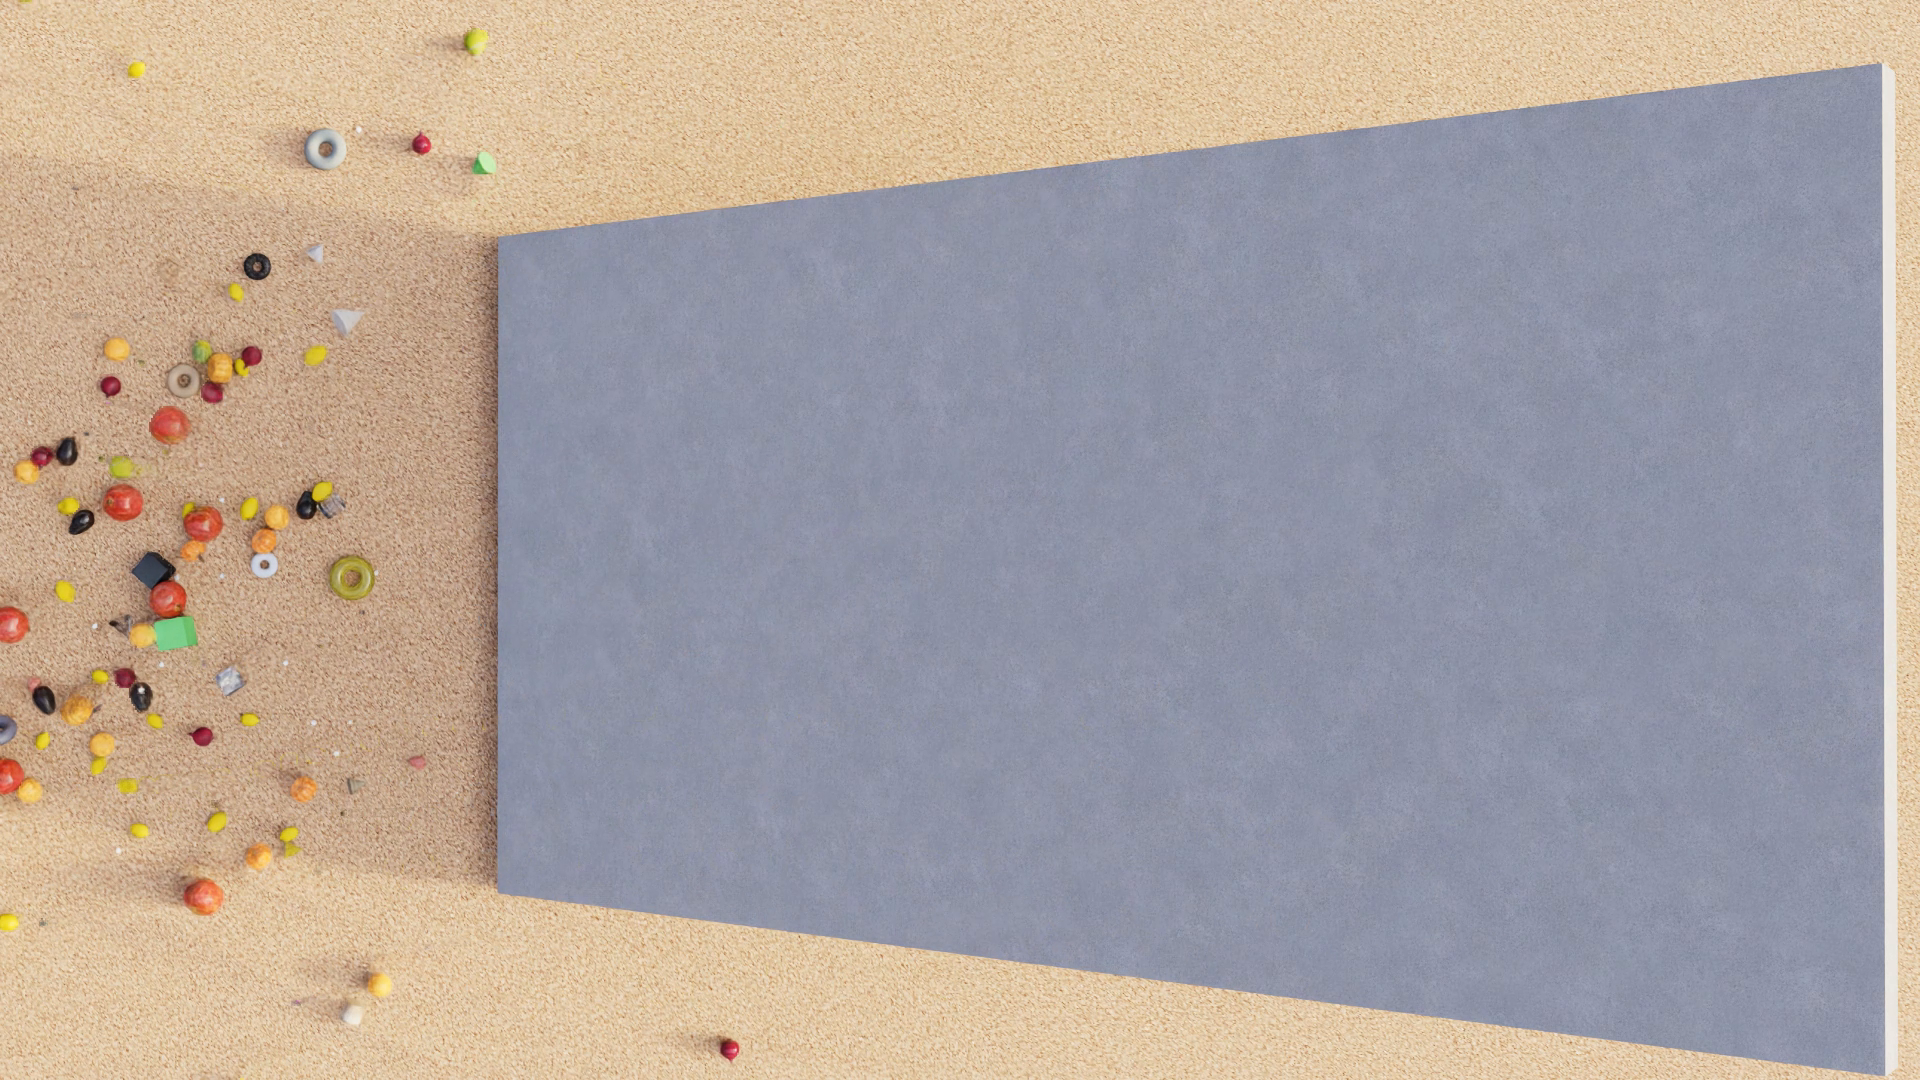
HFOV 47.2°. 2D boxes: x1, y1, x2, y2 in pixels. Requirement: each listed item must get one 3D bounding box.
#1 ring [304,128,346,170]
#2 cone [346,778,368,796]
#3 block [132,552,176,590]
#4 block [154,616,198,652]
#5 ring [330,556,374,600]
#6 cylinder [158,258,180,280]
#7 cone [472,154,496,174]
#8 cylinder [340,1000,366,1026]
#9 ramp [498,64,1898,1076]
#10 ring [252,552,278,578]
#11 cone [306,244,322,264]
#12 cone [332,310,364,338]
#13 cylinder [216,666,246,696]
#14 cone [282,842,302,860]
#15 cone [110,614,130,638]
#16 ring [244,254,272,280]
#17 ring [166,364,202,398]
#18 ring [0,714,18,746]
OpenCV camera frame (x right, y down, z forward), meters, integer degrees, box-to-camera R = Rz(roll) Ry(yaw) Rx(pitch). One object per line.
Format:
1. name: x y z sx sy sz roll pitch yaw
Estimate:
1. ring: -1.952 -1.202 6.766 0.130 0.043 0.130 0 90 1
2. cone: -1.849 0.752 6.760 0.056 0.056 0.056 -11 90 -27
3. block: -2.469 0.094 6.738 0.080 0.080 0.080 41 90 0
4. block: -2.400 0.286 6.732 0.089 0.089 0.089 -11 90 0
5. ring: -1.867 0.117 6.755 0.140 0.047 0.140 0 90 -1
6. cylinder: -2.431 -0.832 6.759 0.050 0.050 0.050 36 90 0
7. cone: -1.479 -1.143 6.771 0.070 0.070 0.070 -27 90 27
8. cylinder: -1.858 1.448 6.738 0.059 0.059 0.059 22 90 0
9. ramp: 0.237 0.066 5.558 4.000 0.100 2.000 0 89 36
10. ring: -2.139 0.076 6.764 0.084 0.028 0.084 0 91 0
11. cone: -1.981 -0.873 6.773 0.054 0.054 0.054 -21 116 0
12. cone: -1.868 -0.683 6.764 0.089 0.089 0.089 -30 90 -27
13. cylinder: -2.235 0.431 6.742 0.067 0.067 0.067 -32 90 0
14. cone: -2.048 0.953 6.759 0.057 0.057 0.057 1 90 -27
15. cone: -2.569 0.273 6.762 0.067 0.067 0.067 -15 116 0
16. ring: -2.163 -0.842 6.771 0.084 0.028 0.084 0 88 -1
17. ring: -2.387 -0.489 6.765 0.107 0.036 0.107 0 91 1
18. ring: -2.948 0.584 6.725 0.124 0.124 0.041 5 129 0
